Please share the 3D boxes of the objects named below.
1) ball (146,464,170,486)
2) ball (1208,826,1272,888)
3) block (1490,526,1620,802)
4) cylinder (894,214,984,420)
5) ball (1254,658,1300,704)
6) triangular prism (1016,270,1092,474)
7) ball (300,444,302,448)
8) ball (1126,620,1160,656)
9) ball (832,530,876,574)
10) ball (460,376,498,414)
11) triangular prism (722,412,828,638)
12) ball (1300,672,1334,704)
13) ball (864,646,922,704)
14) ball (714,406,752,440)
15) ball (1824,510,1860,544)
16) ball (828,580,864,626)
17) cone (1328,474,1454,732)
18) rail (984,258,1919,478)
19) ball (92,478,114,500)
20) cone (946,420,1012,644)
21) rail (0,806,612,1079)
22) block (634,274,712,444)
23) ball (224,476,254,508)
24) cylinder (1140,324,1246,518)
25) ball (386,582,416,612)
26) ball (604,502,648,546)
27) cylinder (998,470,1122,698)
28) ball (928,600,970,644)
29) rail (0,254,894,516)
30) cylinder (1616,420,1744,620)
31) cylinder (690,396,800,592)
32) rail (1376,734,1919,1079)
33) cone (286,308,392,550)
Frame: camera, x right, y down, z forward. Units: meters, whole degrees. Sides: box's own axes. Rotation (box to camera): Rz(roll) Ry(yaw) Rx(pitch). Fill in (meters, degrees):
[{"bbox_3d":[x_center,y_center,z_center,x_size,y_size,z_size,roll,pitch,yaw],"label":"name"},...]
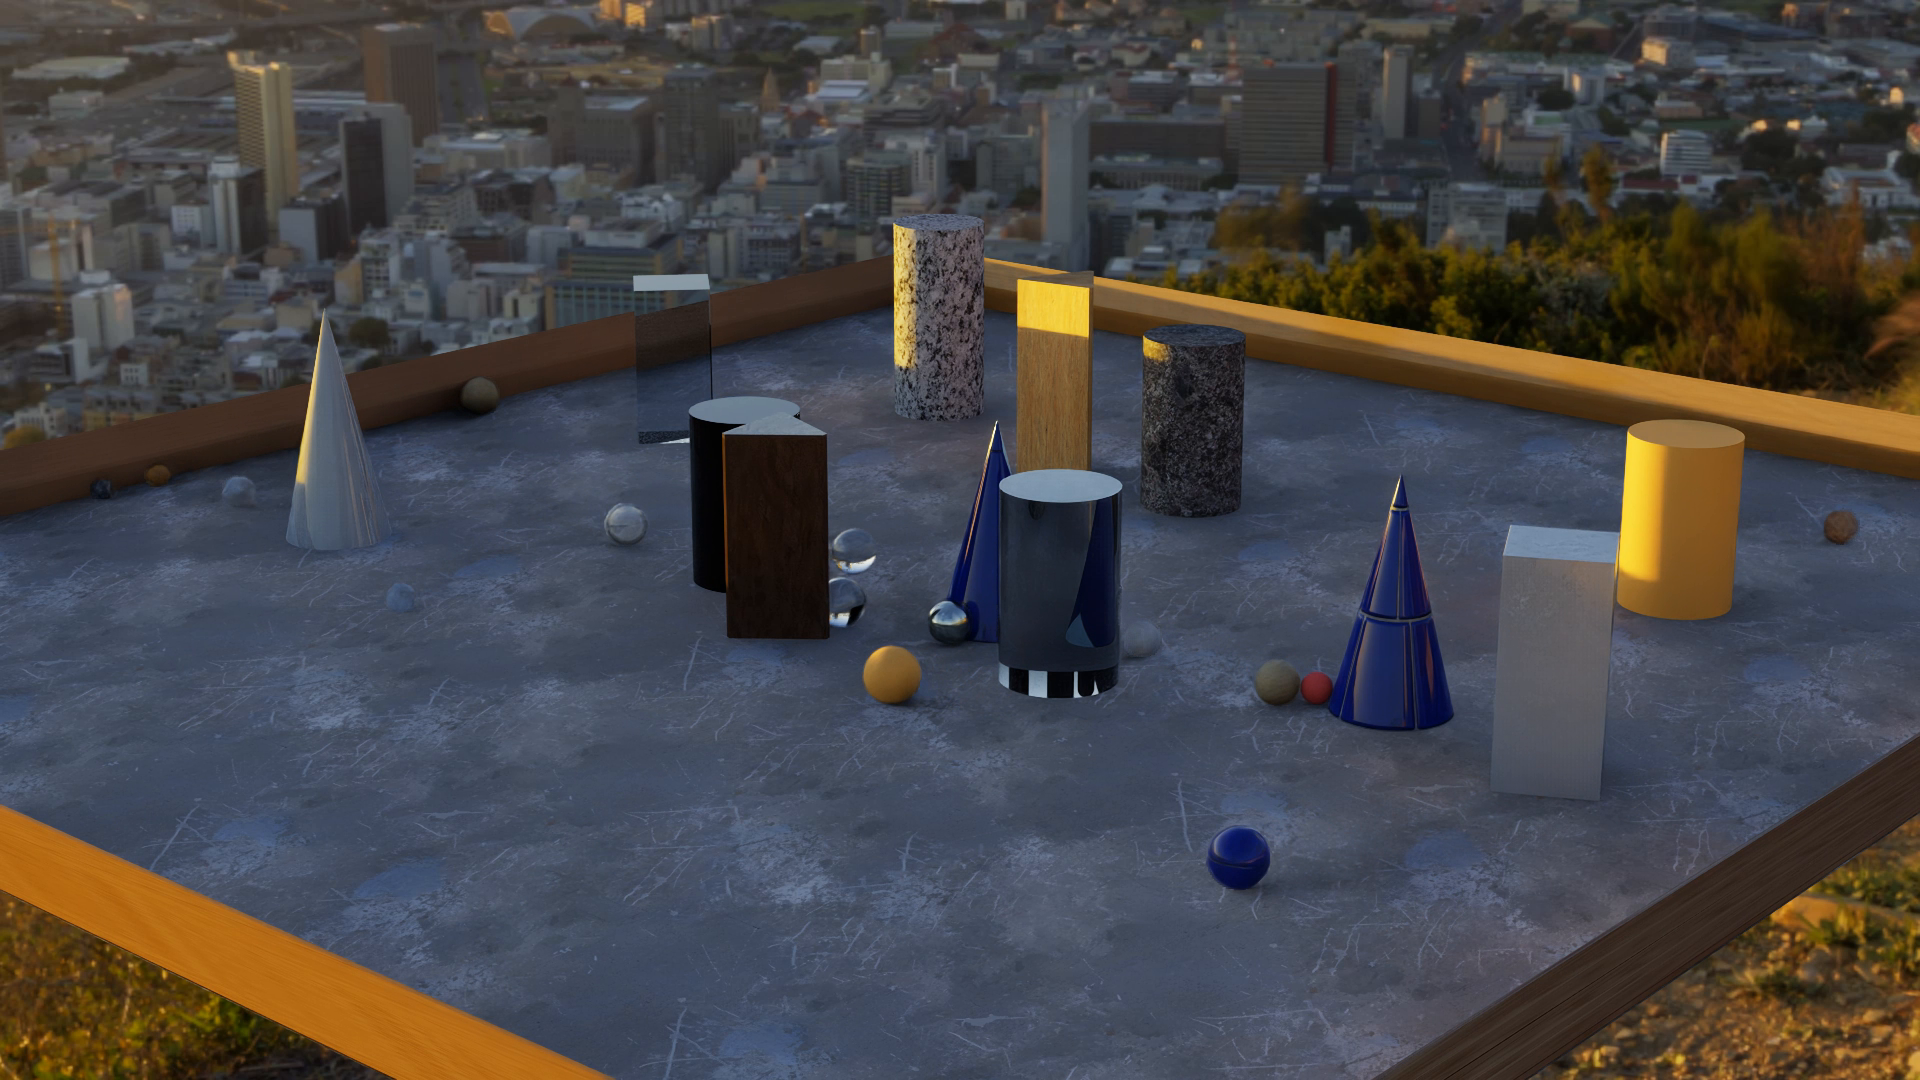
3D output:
[{"bbox_3d":[-1.585,-0.128,5.796,0.044,0.044,0.044,0,17,0],"label":"ball"},{"bbox_3d":[0.372,0.422,3.904,0.084,0.084,0.084,0,17,0],"label":"ball"},{"bbox_3d":[0.861,0.176,4.244,0.156,0.357,0.156,4,17,14],"label":"block"},{"bbox_3d":[-0.045,-0.482,6.328,0.195,0.414,0.195,0,17,0],"label":"cylinder"},{"bbox_3d":[0.496,0.222,4.587,0.072,0.072,0.072,0,17,0],"label":"ball"},{"bbox_3d":[0.223,-0.326,5.835,0.169,0.401,0.146,10,20,31],"label":"triangular prism"},{"bbox_3d":[-1.273,-0.181,5.880,0.097,0.097,0.097,0,17,0],"label":"ball"},{"bbox_3d":[0.300,0.161,4.815,0.057,0.057,0.057,0,17,0],"label":"ball"},{"bbox_3d":[-0.190,0.021,5.240,0.080,0.080,0.080,0,17,0],"label":"ball"},{"bbox_3d":[-1.040,-0.312,6.339,0.082,0.082,0.082,0,17,0],"label":"ball"},{"bbox_3d":[-0.302,-0.026,4.923,0.169,0.352,0.146,0,17,2],"label":"triangular prism"},{"bbox_3d":[0.559,0.231,4.592,0.051,0.051,0.051,0,17,0],"label":"ball"},{"bbox_3d":[-0.105,0.211,4.591,0.091,0.091,0.091,0,17,0],"label":"ball"},{"bbox_3d":[-0.474,-0.241,6.108,0.080,0.080,0.080,0,17,0],"label":"ball"},{"bbox_3d":[1.629,-0.024,5.419,0.063,0.063,0.063,0,17,0],"label":"ball"},{"bbox_3d":[-0.201,0.106,4.950,0.076,0.076,0.076,0,17,0],"label":"ball"},{"bbox_3d":[0.671,0.081,4.513,0.195,0.385,0.195,0,17,0],"label":"cone"},{"bbox_3d":[1.174,-0.359,6.415,3.395,0.126,0.045,14,22,39],"label":"rail"},{"bbox_3d":[-1.666,-0.099,5.703,0.042,0.042,0.042,0,17,0],"label":"ball"},{"bbox_3d":[0.062,-0.028,4.920,0.195,0.359,0.195,0,17,0],"label":"cone"},{"bbox_3d":[-1.174,0.422,3.826,3.395,0.126,0.045,14,22,39],"label":"rail"},{"bbox_3d":[-0.601,-0.380,6.146,0.156,0.325,0.156,-2,17,-6],"label":"block"},{"bbox_3d":[-1.390,-0.093,5.654,0.059,0.059,0.059,0,17,0],"label":"ball"},{"bbox_3d":[0.447,-0.230,5.634,0.195,0.333,0.195,0,17,0],"label":"cylinder"},{"bbox_3d":[-0.961,0.098,5.036,0.049,0.049,0.049,0,17,0],"label":"ball"},{"bbox_3d":[-0.616,-0.029,5.407,0.079,0.079,0.079,0,17,0],"label":"ball"},{"bbox_3d":[0.159,0.068,4.667,0.195,0.321,0.195,0,17,0],"label":"cylinder"},{"bbox_3d":[-0.018,0.137,4.869,0.073,0.073,0.073,0,17,0],"label":"ball"},{"bbox_3d":[-1.264,-0.285,6.171,0.045,0.126,3.629,14,22,39],"label":"rail"},{"bbox_3d":[1.239,-0.037,5.046,0.195,0.302,0.195,0,17,0],"label":"cylinder"},{"bbox_3d":[-0.378,-0.081,5.182,0.195,0.308,0.195,0,17,0],"label":"cylinder"},{"bbox_3d":[1.264,0.349,4.070,0.045,0.126,3.629,14,22,39],"label":"rail"},{"bbox_3d":[-1.160,-0.218,5.417,0.195,0.435,0.195,0,17,0],"label":"cone"}]
